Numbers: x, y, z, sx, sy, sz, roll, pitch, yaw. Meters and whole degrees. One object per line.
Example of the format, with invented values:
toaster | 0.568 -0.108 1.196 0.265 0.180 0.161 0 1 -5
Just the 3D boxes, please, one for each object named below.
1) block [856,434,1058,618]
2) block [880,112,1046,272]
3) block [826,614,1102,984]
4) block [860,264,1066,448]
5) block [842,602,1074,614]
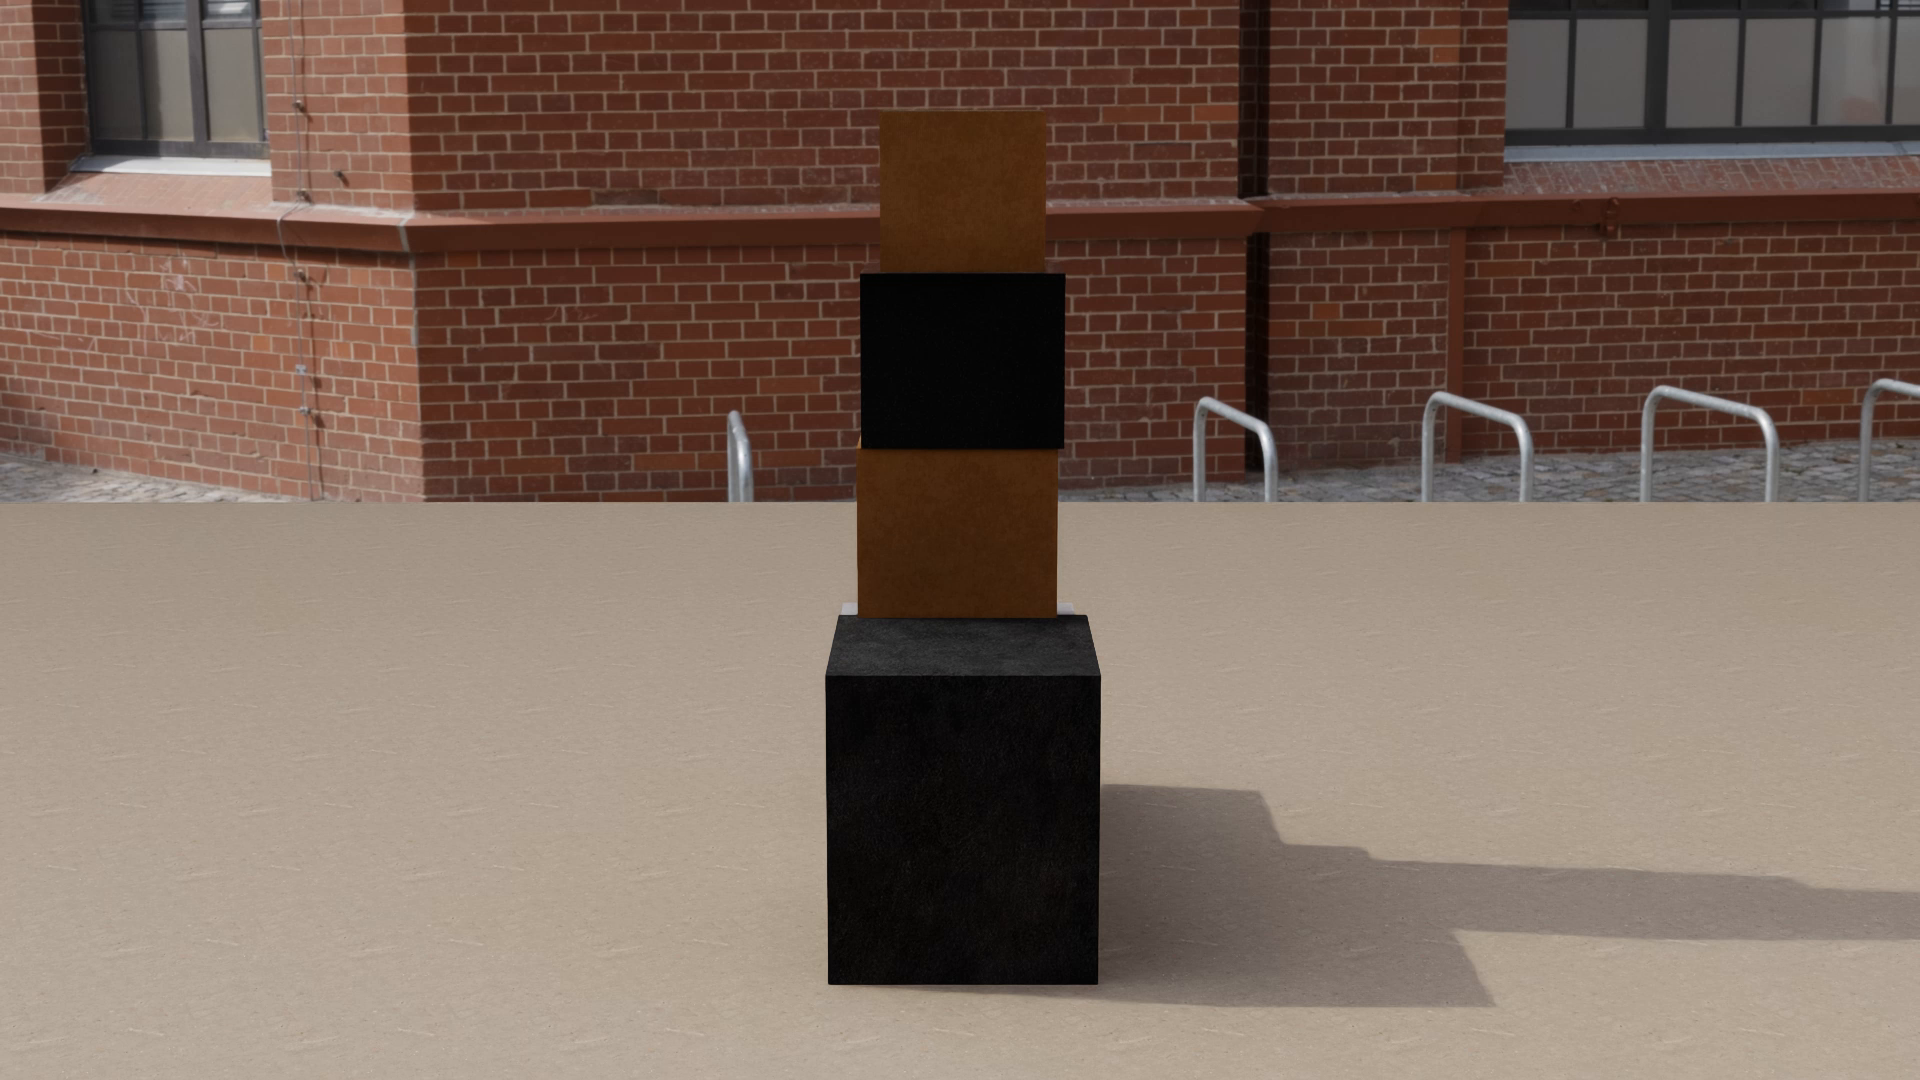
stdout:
block | -0.011 -0.091 11.172 0.842 0.718 0.807 0 9 0
block | 0.012 -1.491 10.951 0.688 0.660 0.594 0 9 0
block | 0.012 1.027 10.454 1.054 1.239 1.119 0 10 0
block | 0.011 -0.805 11.059 0.848 0.729 0.827 0 9 0
block | -0.010 0.911 11.468 1.054 1.104 0.898 0 10 0
